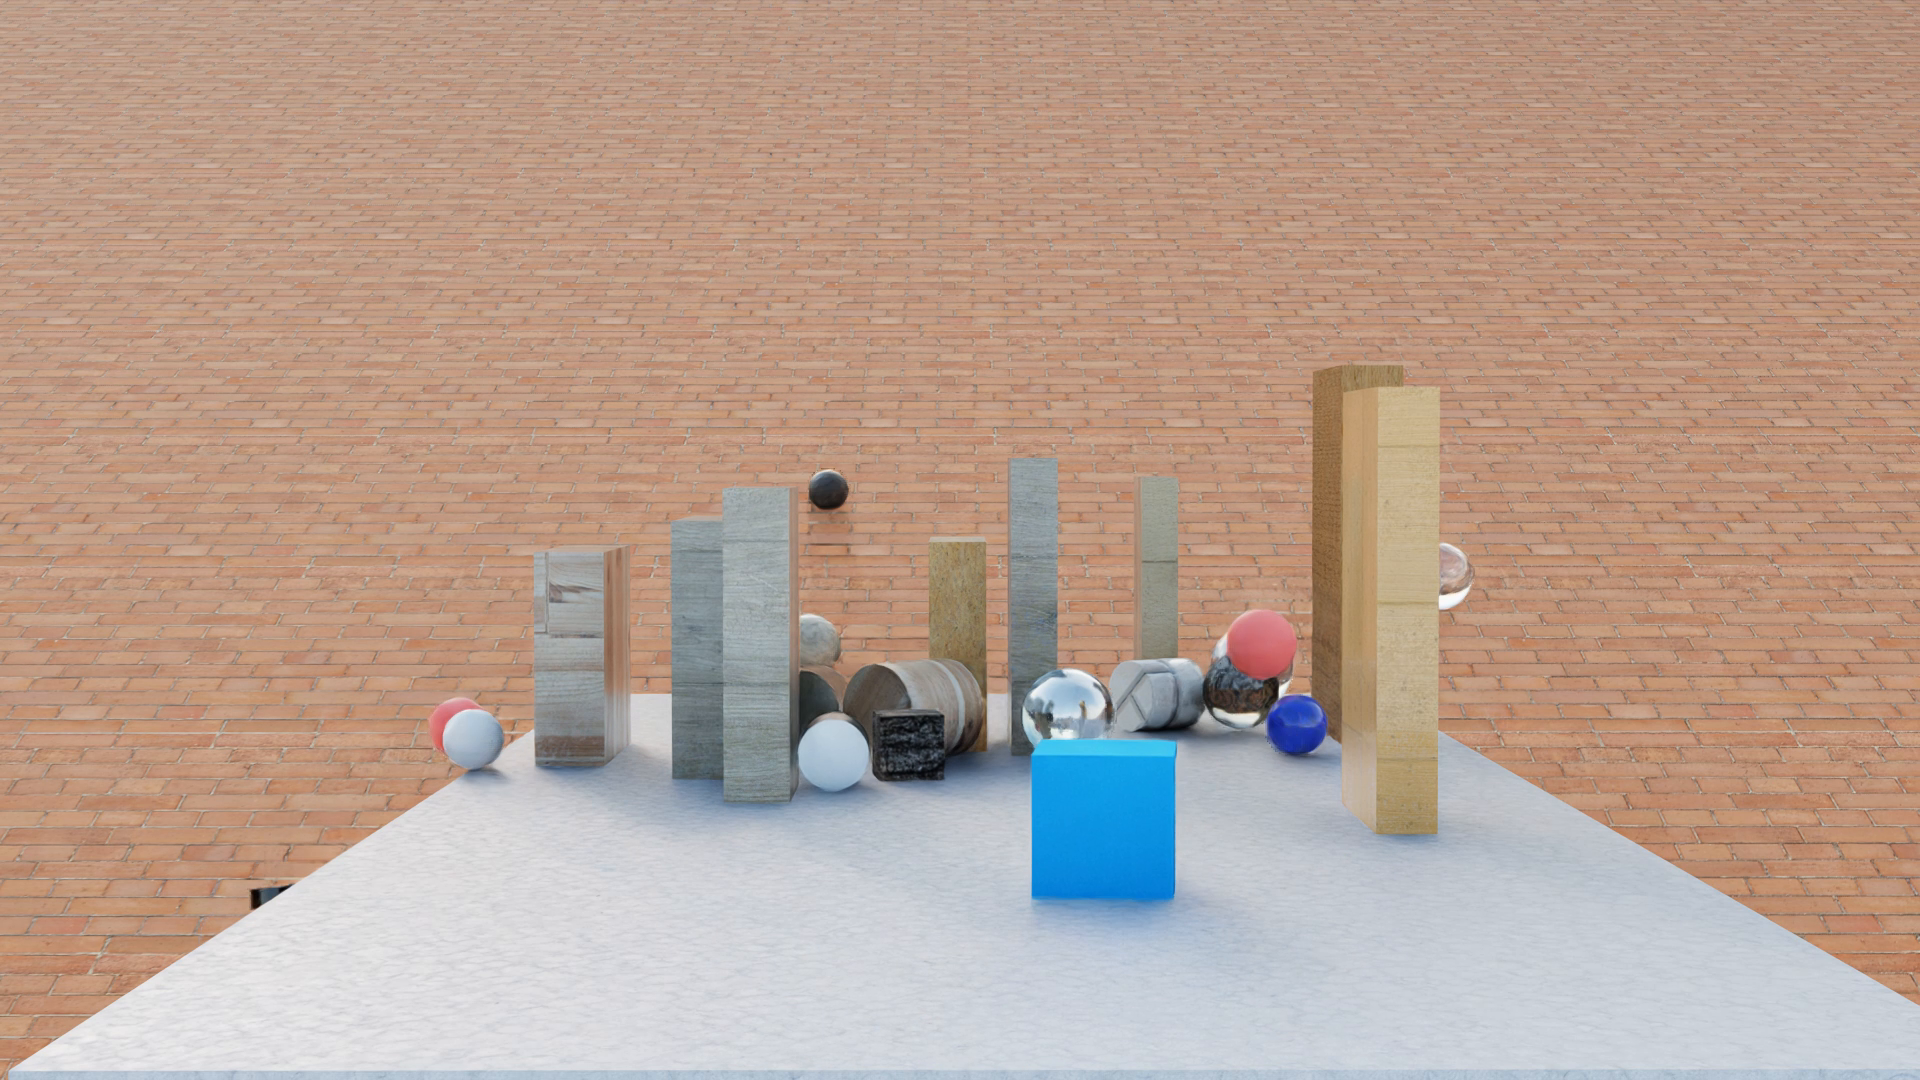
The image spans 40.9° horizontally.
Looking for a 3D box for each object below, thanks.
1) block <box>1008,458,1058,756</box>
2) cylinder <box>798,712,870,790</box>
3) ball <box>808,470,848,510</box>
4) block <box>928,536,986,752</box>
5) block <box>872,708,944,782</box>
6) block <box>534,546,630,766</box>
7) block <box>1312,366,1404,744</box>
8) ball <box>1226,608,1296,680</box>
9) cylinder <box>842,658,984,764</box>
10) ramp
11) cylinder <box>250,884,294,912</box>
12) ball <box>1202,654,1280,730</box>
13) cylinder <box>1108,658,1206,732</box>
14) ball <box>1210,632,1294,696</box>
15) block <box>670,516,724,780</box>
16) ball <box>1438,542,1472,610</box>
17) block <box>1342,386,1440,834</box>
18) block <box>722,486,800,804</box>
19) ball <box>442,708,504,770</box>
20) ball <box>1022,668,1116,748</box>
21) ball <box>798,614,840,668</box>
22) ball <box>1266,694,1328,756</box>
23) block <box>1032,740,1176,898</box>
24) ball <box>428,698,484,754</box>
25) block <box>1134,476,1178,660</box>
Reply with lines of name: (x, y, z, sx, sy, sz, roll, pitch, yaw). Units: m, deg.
block: (0.149, 0.130, 5.354, 0.094, 0.601, 0.346, 0, 2, 0)
cylinder: (-0.231, 0.387, 4.730, 0.129, 0.129, 0.129, -1, 2, -2)
ball: (-0.400, -0.151, 7.810, 0.123, 0.123, 0.123, 0, 24, 0)
block: (-0.005, 0.213, 5.441, 0.117, 0.429, 0.340, 0, 2, 0)
block: (-0.098, 0.386, 4.867, 0.121, 0.121, 0.121, 0, 2, -9)
block: (-0.762, 0.226, 5.227, 0.136, 0.418, 0.407, 0, 2, 0)
block: (0.862, 0.024, 5.614, 0.130, 0.794, 0.429, 0, 2, 0)
ball: (0.618, 0.213, 5.285, 0.144, 0.144, 0.144, 0, 24, 0)
cylinder: (-0.093, 0.340, 5.114, 0.197, 0.197, 0.197, -2, 19, -46)
ramp: (0.056, 0.507, 4.550, 2.000, 0.100, 4.000, 0, 2, 0)
cylinder: (-1.409, 0.783, 5.366, 0.125, 0.125, 0.125, -7, -5, -1)
ball: (0.614, 0.329, 5.630, 0.168, 0.168, 0.168, 0, 24, 0)
cylinder: (0.437, 0.341, 5.702, 0.156, 0.156, 0.156, -1, 21, -35)
ball: (0.698, 0.303, 6.169, 0.200, 0.200, 0.200, 0, 24, 0)
block: (-0.477, 0.199, 5.043, 0.127, 0.484, 0.439, 0, 2, 0)
ball: (1.330, 0.101, 7.175, 0.191, 0.191, 0.191, 0, 24, 0)
block: (0.715, 0.107, 4.299, 0.098, 0.715, 0.371, 0, 2, 0)
block: (-0.355, 0.180, 4.620, 0.116, 0.550, 0.265, 0, 2, 0)
ball: (-0.941, 0.385, 4.984, 0.117, 0.117, 0.117, 0, 24, 0)
ball: (0.214, 0.346, 5.097, 0.185, 0.185, 0.185, 0, 24, 0)
ball: (-0.400, 0.280, 6.810, 0.168, 0.168, 0.168, 0, 24, 0)
ball: (0.680, 0.373, 5.204, 0.125, 0.125, 0.125, 0, 24, 0)
block: (0.205, 0.390, 3.635, 0.195, 0.195, 0.195, 0, 2, 6)
ball: (-1.053, 0.393, 5.416, 0.124, 0.124, 0.124, 0, 24, 0)
block: (0.450, 0.133, 5.932, 0.082, 0.556, 0.258, 0, 2, 0)
